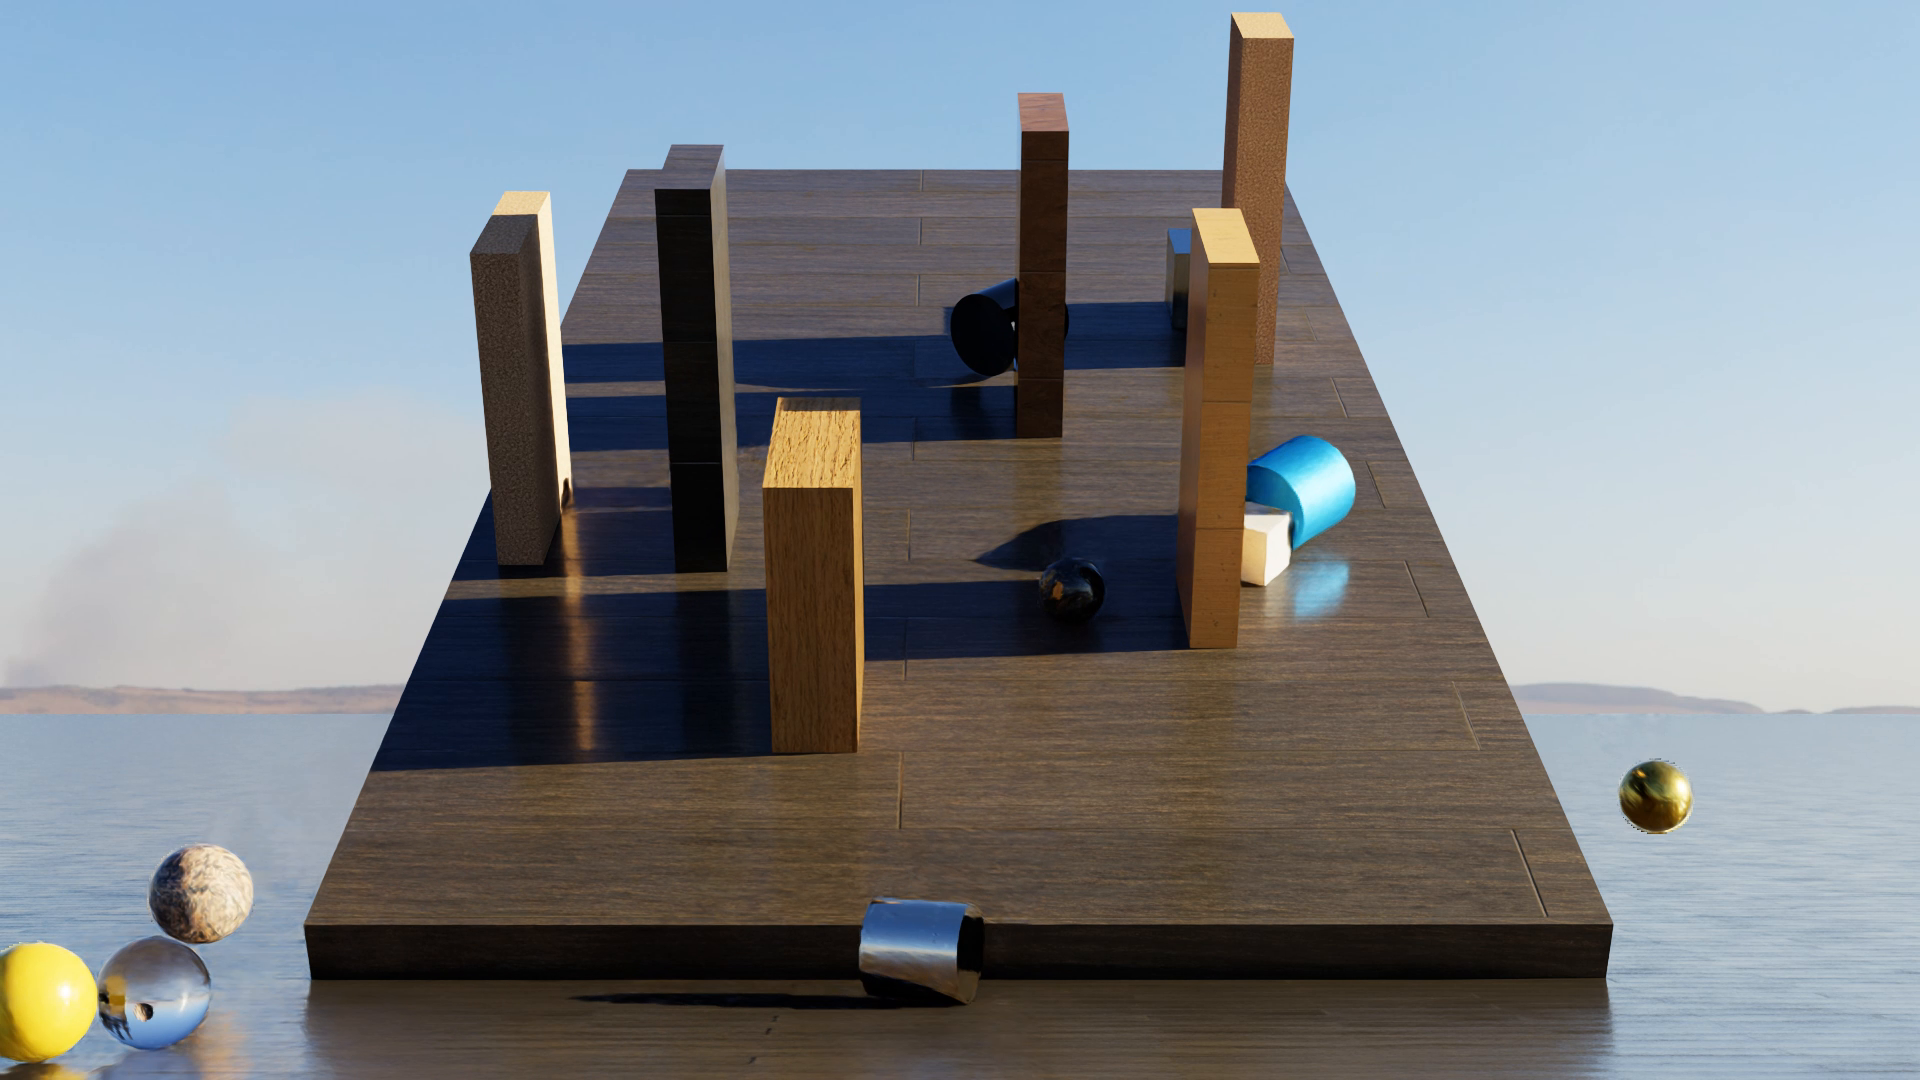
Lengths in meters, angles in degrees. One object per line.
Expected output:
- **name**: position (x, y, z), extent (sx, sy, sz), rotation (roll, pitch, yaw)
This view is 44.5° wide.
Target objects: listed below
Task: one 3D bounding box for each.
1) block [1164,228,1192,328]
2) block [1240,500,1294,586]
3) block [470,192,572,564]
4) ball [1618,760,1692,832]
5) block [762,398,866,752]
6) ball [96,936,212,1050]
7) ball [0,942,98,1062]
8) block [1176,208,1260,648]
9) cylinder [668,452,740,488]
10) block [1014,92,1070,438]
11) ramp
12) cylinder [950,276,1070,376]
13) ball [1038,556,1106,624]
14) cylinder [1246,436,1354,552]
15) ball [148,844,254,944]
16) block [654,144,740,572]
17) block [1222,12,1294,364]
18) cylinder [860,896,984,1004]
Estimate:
- **block**: position (0.634, -0.668, 5.991), extent (0.197, 0.197, 0.197), rotation (0, 26, -1)
- **block**: position (0.581, 0.005, 4.673), extent (0.116, 0.116, 0.116), rotation (15, 29, 29)
- **block**: position (-0.881, -0.330, 4.744), extent (0.090, 0.653, 0.395), rotation (0, 26, 0)
- **ball**: position (1.594, 0.586, 5.384), extent (0.163, 0.163, 0.163), rotation (0, -4, 0)
- **block**: position (-0.250, 0.056, 4.115), extent (0.147, 0.501, 0.393), rotation (0, 26, 0)
- **ball**: position (-0.990, 0.555, 2.880), extent (0.137, 0.137, 0.137), rotation (0, -4, 0)
- **ball**: position (-1.094, 0.546, 2.777), extent (0.140, 0.140, 0.140), rotation (0, -4, 0)
- **block**: position (0.474, -0.206, 4.370), extent (0.088, 0.756, 0.308), rotation (0, 26, 0)
- **cylinder**: position (-0.542, -0.156, 4.974), extent (0.127, 0.127, 0.127), rotation (-8, -4, 2)
- **block**: position (0.180, -0.619, 5.292), extent (0.102, 0.707, 0.316), rotation (0, 26, 0)
- **ramp**: position (-0.009, -0.229, 5.411), extent (2.000, 0.100, 4.000), rotation (0, 26, 0)
- **cylinder**: position (0.120, -0.521, 5.672), extent (0.204, 0.204, 0.204), rotation (-4, 16, 44)
- **ball**: position (0.212, 0.096, 4.466), extent (0.129, 0.129, 0.129), rotation (0, -4, 0)
- **cylinder**: position (0.668, -0.090, 4.781), extent (0.195, 0.195, 0.195), rotation (-4, 17, 43)
- **ball**: position (-1.153, 0.538, 3.570), extent (0.152, 0.152, 0.152), rotation (0, -4, 0)
- **block**: position (-0.515, -0.356, 4.643), extent (0.103, 0.789, 0.297), rotation (0, 26, 0)
- **block**: position (0.705, -0.843, 5.658), extent (0.116, 0.799, 0.255), rotation (0, 26, 0)
- **cylinder**: position (-0.053, 0.581, 3.334), extent (0.141, 0.141, 0.141), rotation (1, -4, 16)
